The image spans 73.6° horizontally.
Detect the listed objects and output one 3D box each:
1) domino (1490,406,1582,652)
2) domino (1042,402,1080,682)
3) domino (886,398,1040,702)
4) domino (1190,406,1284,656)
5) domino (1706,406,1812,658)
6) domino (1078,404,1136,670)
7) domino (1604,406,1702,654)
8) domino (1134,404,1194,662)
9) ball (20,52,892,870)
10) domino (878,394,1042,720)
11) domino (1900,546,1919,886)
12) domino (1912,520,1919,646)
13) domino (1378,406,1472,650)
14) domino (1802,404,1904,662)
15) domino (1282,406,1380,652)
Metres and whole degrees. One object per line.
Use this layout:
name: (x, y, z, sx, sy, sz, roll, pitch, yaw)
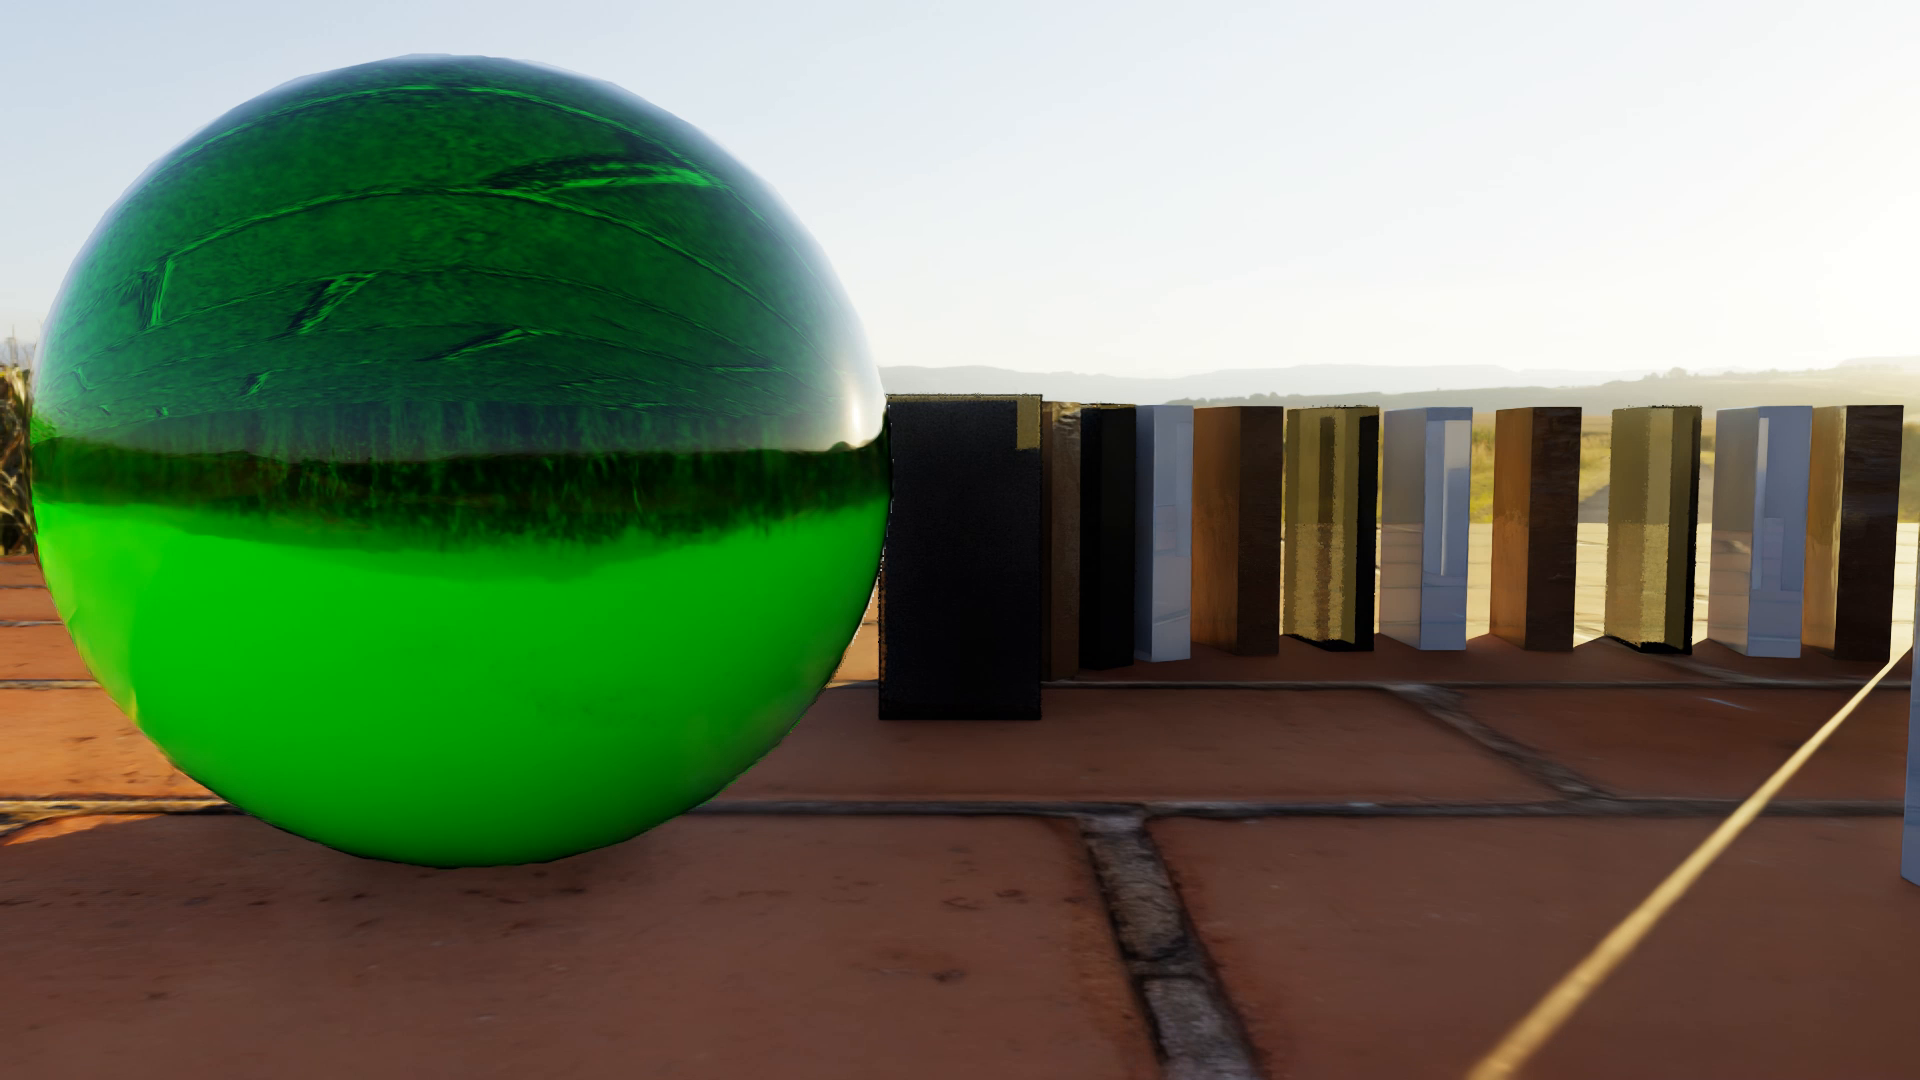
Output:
domino: (0.123, -0.003, 0.274, 0.010, 0.050, 0.025, 0, 4, 6)
domino: (0.009, 0.000, 0.239, 0.025, 0.050, 0.010, 3, 5, 37)
domino: (0.001, 0.001, 0.217, 0.025, 0.050, 0.009, 0, 4, 6)
domino: (0.057, -0.003, 0.269, 0.010, 0.050, 0.025, -1, 4, -15)
domino: (0.165, -0.002, 0.266, 0.009, 0.050, 0.025, 1, 4, 14)
domino: (0.022, -0.001, 0.252, 0.009, 0.050, 0.025, -4, 6, -39)
domino: (0.146, -0.003, 0.271, 0.009, 0.050, 0.025, 1, 4, 11)
domino: (0.035, -0.002, 0.261, 0.010, 0.050, 0.025, -2, 5, -29)
ball: (-0.047, -0.007, 0.132, 0.080, 0.080, 0.080, 0, 4, 0)
domino: (0.000, 0.002, 0.201, 0.025, 0.050, 0.009, 0, 4, 0)
domino: (0.096, 0.009, 0.112, 0.010, 0.050, 0.025, 1, 4, 8)
domino: (0.200, -0.002, 0.255, 0.010, 0.050, 0.025, 2, 5, 22)
domino: (0.099, -0.003, 0.275, 0.010, 0.050, 0.025, 0, 4, -1)
domino: (0.181, -0.002, 0.262, 0.010, 0.050, 0.025, 1, 4, 17)
domino: (0.079, -0.003, 0.274, 0.009, 0.050, 0.025, -1, 4, -8)
